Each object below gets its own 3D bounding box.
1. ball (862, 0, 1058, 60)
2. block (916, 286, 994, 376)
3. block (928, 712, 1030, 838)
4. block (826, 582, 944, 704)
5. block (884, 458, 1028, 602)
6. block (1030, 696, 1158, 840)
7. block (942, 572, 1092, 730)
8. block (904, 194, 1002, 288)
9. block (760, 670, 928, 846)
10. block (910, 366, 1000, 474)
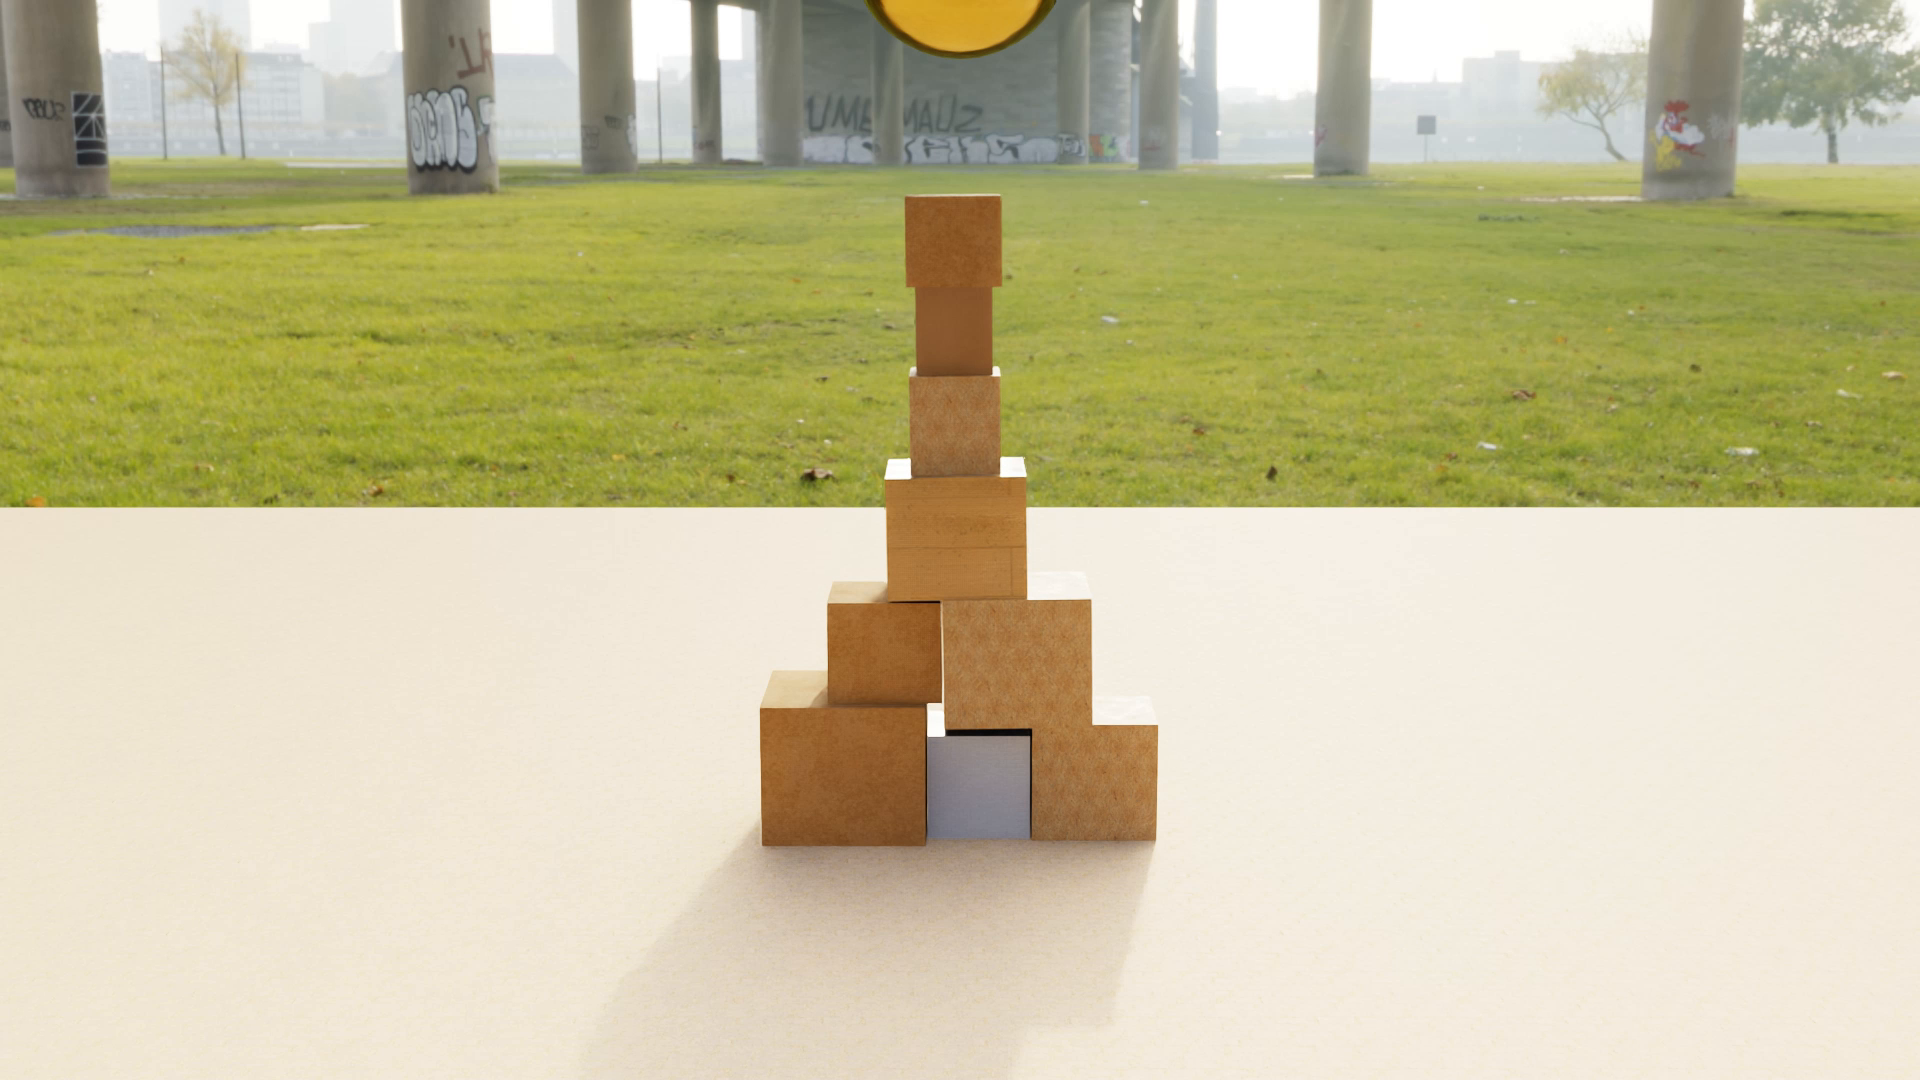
[{"bbox_3d":[0.000,-4.240,15.649,1.600,1.600,1.600,0,10,0],"label":"ball"},{"bbox_3d":[-0.028,-1.058,10.982,0.379,0.434,0.395,-1,10,0],"label":"block"},{"bbox_3d":[0.096,1.212,11.389,0.517,0.540,0.491,0,10,0],"label":"block"},{"bbox_3d":[-0.377,0.518,11.264,0.574,0.514,0.548,0,10,0],"label":"block"},{"bbox_3d":[-0.016,-0.063,11.159,0.694,0.614,0.662,-1,10,0],"label":"block"},{"bbox_3d":[0.682,1.176,11.401,0.635,0.608,0.580,0,10,0],"label":"block"},{"bbox_3d":[0.287,0.557,11.276,0.742,0.657,0.697,-1,10,0],"label":"block"},{"bbox_3d":[-0.032,-1.490,10.922,0.469,0.439,0.421,-1,10,0],"label":"block"},{"bbox_3d":[-0.586,1.119,11.403,0.826,0.718,0.789,0,10,0],"label":"block"},{"bbox_3d":[-0.024,-0.604,11.054,0.448,0.485,0.453,-1,10,0],"label":"block"}]
